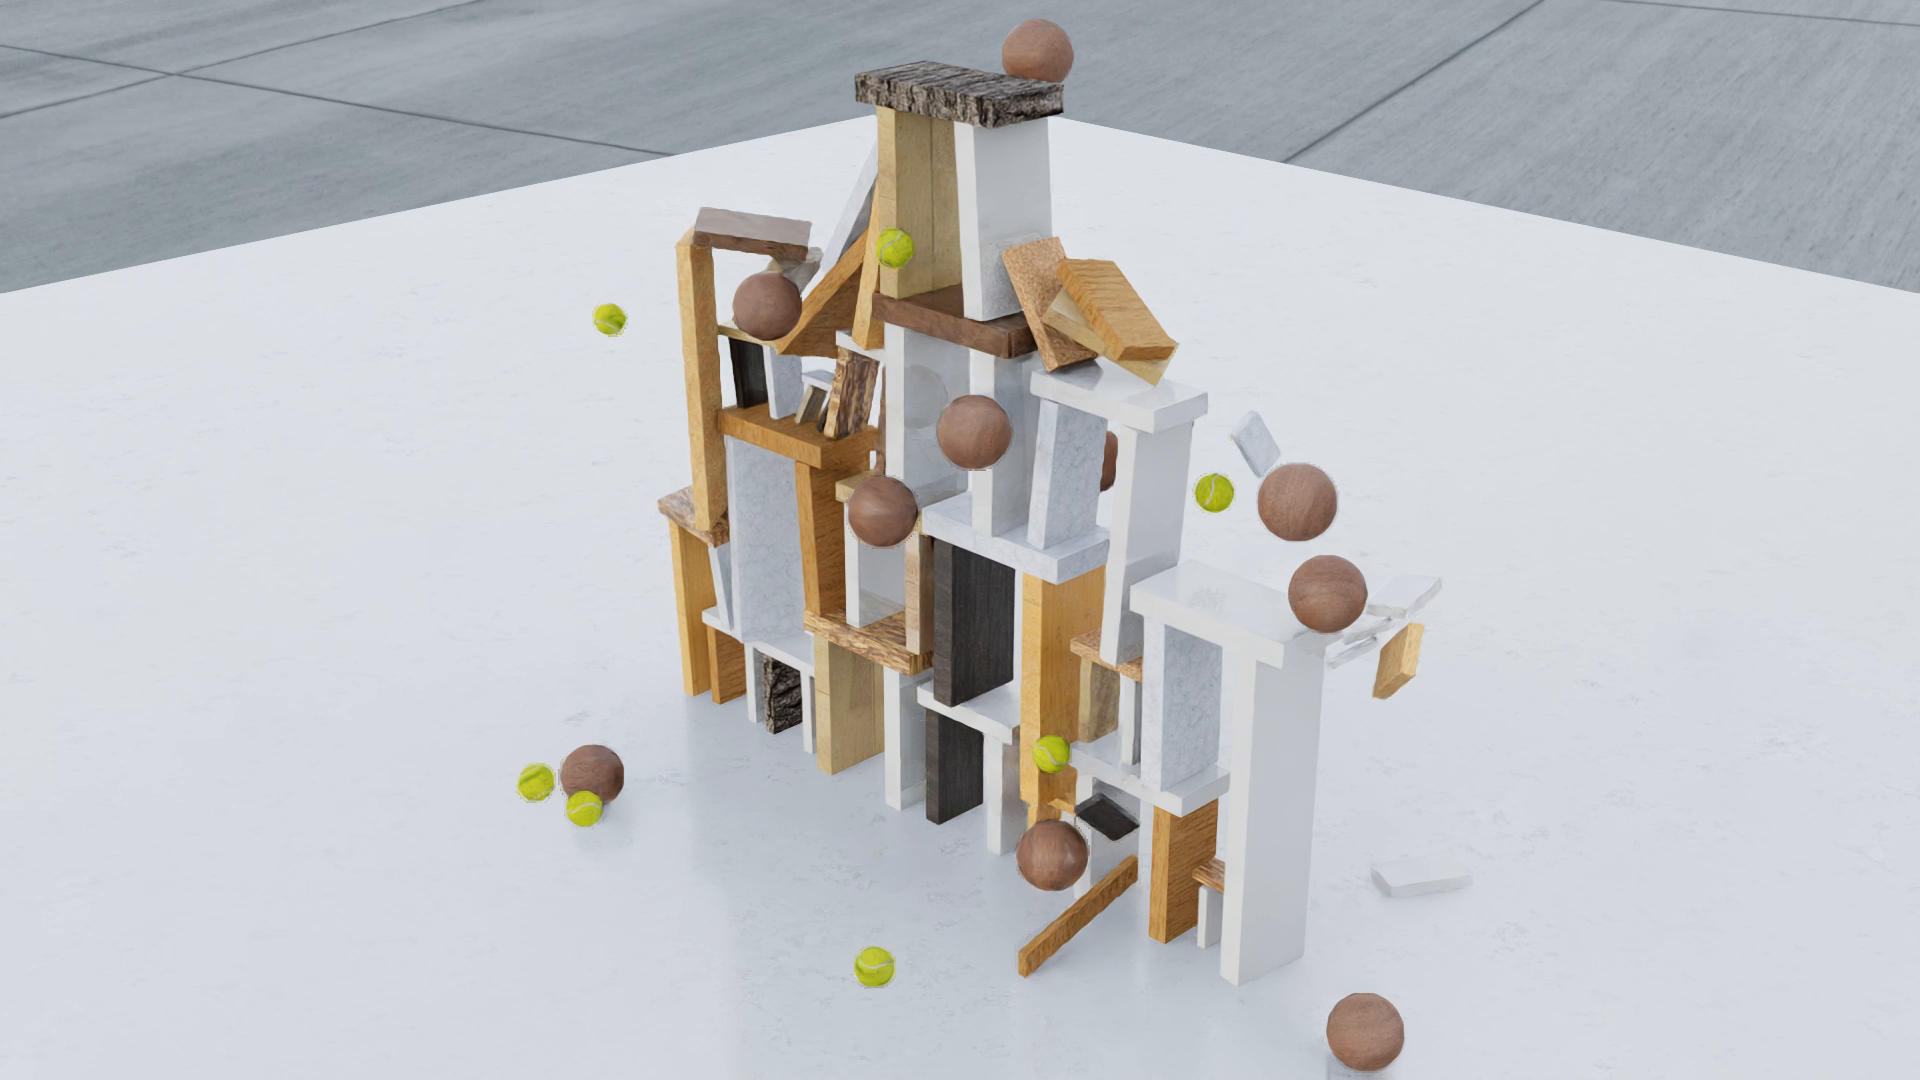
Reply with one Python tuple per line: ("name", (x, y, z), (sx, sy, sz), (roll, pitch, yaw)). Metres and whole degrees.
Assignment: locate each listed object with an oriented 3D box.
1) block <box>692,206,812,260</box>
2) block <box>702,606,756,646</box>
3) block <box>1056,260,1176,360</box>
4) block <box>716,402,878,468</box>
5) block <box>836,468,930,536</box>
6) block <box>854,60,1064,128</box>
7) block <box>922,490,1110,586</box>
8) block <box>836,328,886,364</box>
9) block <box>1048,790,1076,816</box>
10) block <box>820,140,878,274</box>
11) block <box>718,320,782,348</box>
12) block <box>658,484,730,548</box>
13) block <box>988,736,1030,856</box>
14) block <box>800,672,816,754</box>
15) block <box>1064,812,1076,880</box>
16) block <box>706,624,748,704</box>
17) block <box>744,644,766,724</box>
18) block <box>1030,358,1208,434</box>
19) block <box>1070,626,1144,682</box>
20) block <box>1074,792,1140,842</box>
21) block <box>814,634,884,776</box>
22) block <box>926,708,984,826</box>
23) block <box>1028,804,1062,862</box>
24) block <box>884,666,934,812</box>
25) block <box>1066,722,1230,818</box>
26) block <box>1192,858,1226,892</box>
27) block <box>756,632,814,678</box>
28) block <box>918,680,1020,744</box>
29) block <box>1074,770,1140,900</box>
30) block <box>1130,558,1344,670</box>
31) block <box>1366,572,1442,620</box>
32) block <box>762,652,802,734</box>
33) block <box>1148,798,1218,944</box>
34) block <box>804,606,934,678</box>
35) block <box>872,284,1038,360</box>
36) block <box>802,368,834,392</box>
("block", (-0.407, -0.602, 4.313), (0.222, 0.031, 0.111), (7, 33, -4))
("block", (-0.469, 0.182, 4.817), (0.187, 0.027, 0.094), (21, 31, 40))
("block", (0.269, -0.401, 3.822), (0.113, 0.032, 0.227), (-4, 49, -36))
("block", (-0.333, -0.226, 4.492), (0.321, 0.046, 0.161), (20, 30, 40))
("block", (-0.107, -0.079, 4.310), (0.262, 0.037, 0.131), (22, 31, 41))
("block", (-0.004, -0.790, 3.887), (0.174, 0.049, 0.348), (-21, 30, -40))
("block", (0.112, -0.013, 4.102), (0.346, 0.049, 0.173), (21, 31, 40))
("block", (-0.143, -0.376, 4.256), (0.095, 0.027, 0.190), (-16, 29, -40))
("block", (0.198, 0.487, 4.222), (0.142, 0.020, 0.071), (21, 31, 41))
("block", (-0.136, -0.629, 4.216), (0.165, 0.330, 0.047), (-6, 56, -30))
("block", (-0.408, -0.426, 4.477), (0.154, 0.022, 0.077), (15, 29, 32))
("block", (-0.543, -0.056, 4.721), (0.111, 0.031, 0.222), (-25, 36, -30))
("block", (0.112, 0.480, 4.305), (0.036, 0.254, 0.127), (22, 31, 40))
("block", (-0.292, 0.353, 4.688), (0.094, 0.188, 0.027), (-21, 30, -41))
("block", (0.233, 0.575, 4.223), (0.020, 0.142, 0.071), (21, 31, 40))
("block", (-0.513, 0.263, 4.900), (0.094, 0.187, 0.027), (-21, 29, -40))
("block", (-0.423, 0.298, 4.818), (0.027, 0.187, 0.094), (20, 30, 41))
("block", (0.276, -0.256, 3.823), (0.143, 0.040, 0.285), (-21, 31, -40))
("block", (0.294, 0.206, 3.991), (0.087, 0.025, 0.174), (-21, 31, -39))
("block", (0.265, 0.498, 3.955), (0.059, 0.119, 0.017), (-34, 41, 21))
("block", (-0.229, 0.320, 4.604), (0.044, 0.314, 0.157), (21, 31, 41))
("block", (-0.010, 0.433, 4.414), (0.127, 0.254, 0.036), (-21, 31, -40))
("block", (0.166, 0.549, 4.285), (0.020, 0.142, 0.071), (21, 31, 40))
("block", (-0.081, 0.378, 4.467), (0.044, 0.314, 0.157), (21, 31, 41))
("block", (0.344, 0.417, 4.022), (0.138, 0.039, 0.276), (-21, 31, -40))
("block", (0.488, 0.614, 3.974), (0.123, 0.017, 0.062), (20, 30, 40))
("block", (-0.337, 0.237, 4.685), (0.094, 0.027, 0.188), (-21, 30, -40))
("block", (0.051, 0.322, 4.305), (0.254, 0.036, 0.127), (20, 30, 40))
("block", (0.279, 0.536, 4.143), (0.039, 0.276, 0.138), (21, 31, 41))
("block", (0.470, 0.123, 3.761), (0.329, 0.047, 0.164), (21, 31, 40))
("block", (0.875, 0.110, 4.332), (0.086, 0.024, 0.173), (7, 23, 33))
("block", (-0.379, 0.319, 4.769), (0.094, 0.188, 0.027), (-21, 31, -40))
("block", (0.409, 0.587, 4.023), (0.039, 0.276, 0.138), (21, 31, 41))
("block", (-0.155, 0.184, 4.466), (0.314, 0.044, 0.157), (21, 31, 41))
("block", (0.023, -0.411, 4.019), (0.175, 0.049, 0.349), (-21, 31, -40))
("block", (-0.263, -0.317, 4.381), (0.051, 0.015, 0.103), (-21, 31, -40))
